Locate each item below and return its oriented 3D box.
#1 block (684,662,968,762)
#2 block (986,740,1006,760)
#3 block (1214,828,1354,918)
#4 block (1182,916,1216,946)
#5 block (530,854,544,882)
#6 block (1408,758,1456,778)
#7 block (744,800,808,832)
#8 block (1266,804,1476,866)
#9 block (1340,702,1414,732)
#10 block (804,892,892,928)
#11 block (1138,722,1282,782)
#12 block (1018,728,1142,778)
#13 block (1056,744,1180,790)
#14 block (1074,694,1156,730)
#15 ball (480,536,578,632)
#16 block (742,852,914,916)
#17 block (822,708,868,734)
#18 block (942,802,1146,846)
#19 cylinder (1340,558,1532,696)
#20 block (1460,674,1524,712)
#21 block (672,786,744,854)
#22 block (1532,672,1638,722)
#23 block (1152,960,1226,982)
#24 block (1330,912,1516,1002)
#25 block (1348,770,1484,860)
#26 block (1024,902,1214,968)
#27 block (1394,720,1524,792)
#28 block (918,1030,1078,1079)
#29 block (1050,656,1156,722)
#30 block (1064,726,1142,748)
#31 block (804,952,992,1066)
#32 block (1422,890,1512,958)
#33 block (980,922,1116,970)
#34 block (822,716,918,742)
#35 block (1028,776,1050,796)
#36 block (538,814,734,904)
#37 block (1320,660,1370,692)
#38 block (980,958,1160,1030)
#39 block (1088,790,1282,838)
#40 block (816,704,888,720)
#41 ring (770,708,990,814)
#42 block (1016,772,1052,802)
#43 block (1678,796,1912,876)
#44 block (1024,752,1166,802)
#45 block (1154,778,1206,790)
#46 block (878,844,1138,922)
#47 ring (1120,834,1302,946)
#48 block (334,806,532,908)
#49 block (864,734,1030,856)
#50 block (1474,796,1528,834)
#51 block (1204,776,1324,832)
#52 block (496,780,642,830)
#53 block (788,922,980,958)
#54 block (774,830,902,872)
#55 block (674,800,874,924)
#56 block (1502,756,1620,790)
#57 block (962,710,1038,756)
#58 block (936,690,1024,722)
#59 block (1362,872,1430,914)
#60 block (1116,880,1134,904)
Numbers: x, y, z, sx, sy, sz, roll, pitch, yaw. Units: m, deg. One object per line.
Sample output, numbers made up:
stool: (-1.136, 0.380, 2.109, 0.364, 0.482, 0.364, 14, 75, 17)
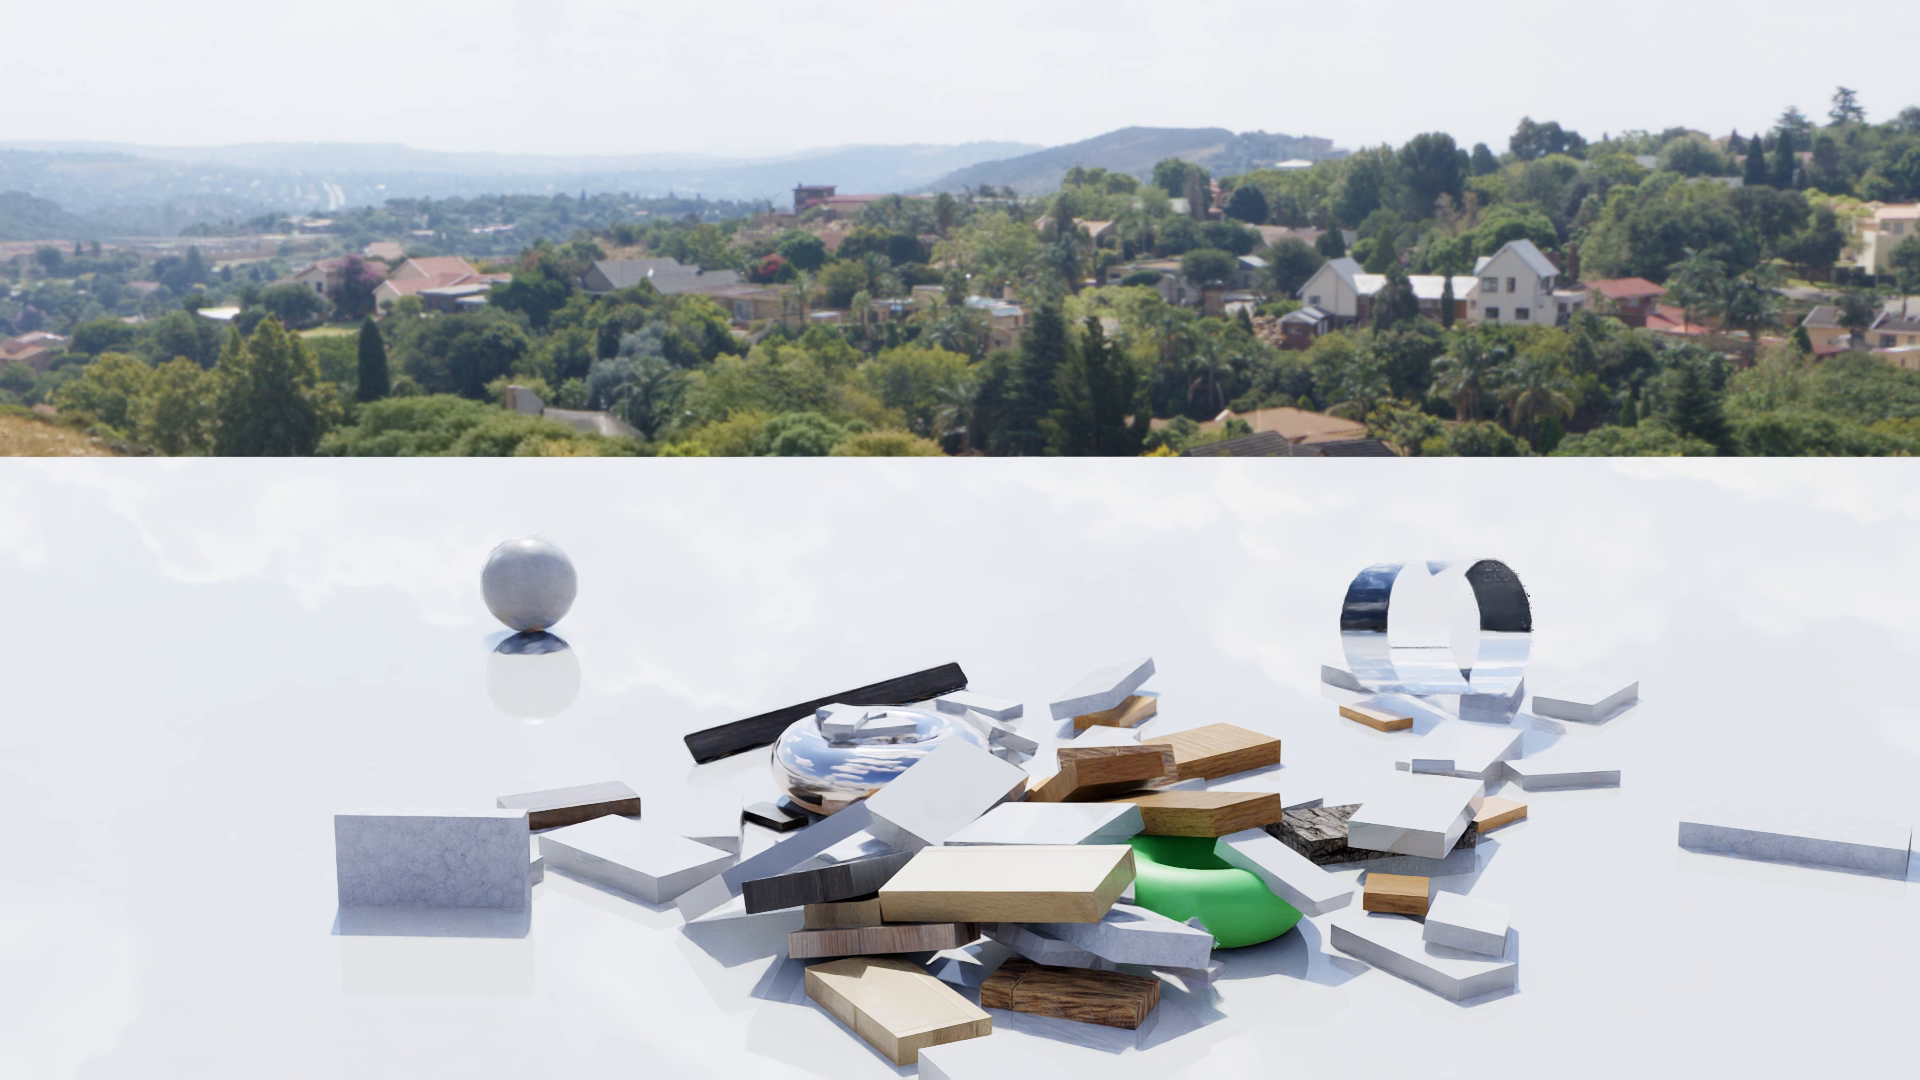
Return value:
block: (-0.269, 0.364, 4.738, 0.826, 0.059, 0.017, -12, -26, -48)
block: (0.014, 0.414, 4.412, 0.088, 0.025, 0.175, -5, 12, -26)
block: (0.506, 0.518, 3.437, 0.101, 0.029, 0.202, -6, 28, -45)
block: (0.349, 0.597, 3.307, 0.014, 0.050, 0.099, -37, -6, -22)
block: (-0.845, 0.558, 3.747, 0.240, 0.034, 0.120, 4, 11, 22)
block: (0.874, 0.451, 4.097, 0.077, 0.022, 0.155, 1, -30, 6)
block: (-0.344, 0.510, 4.054, 0.063, 0.018, 0.125, -10, 15, -43)
block: (0.734, 0.518, 3.927, 0.329, 0.047, 0.165, -4, 11, -18)
block: (0.896, 0.380, 4.740, 0.077, 0.022, 0.155, -5, 12, -27)
block: (-0.122, 0.573, 3.449, 0.131, 0.037, 0.262, -7, -5, 25)
block: (0.462, 0.431, 4.393, 0.335, 0.047, 0.167, -8, 13, -37)
block: (0.237, 0.433, 4.276, 0.222, 0.031, 0.111, -18, 20, -19)
block: (0.301, 0.447, 4.186, 0.222, 0.031, 0.111, -1, 49, -7)
block: (0.338, 0.373, 4.755, 0.104, 0.030, 0.209, 5, 12, 27)
ball: (-1.092, 0.112, 5.578, 0.242, 0.242, 0.242, 0, 11, 0)
block: (-0.200, 0.538, 3.466, 0.173, 0.049, 0.346, -12, -7, 13)
block: (-0.213, 0.338, 4.103, 0.058, 0.017, 0.117, 3, 9, 11)
block: (0.136, 0.489, 3.650, 0.155, 0.044, 0.324, -26, 12, -40)
cylinder: (1.052, 0.194, 4.864, 0.296, 0.296, 0.296, -9, 4, -40)
block: (1.196, 0.338, 4.941, 0.111, 0.031, 0.222, 4, 11, 21)
block: (-0.455, 0.506, 3.972, 0.120, 0.034, 0.240, -2, 15, -3)
block: (1.388, 0.346, 4.875, 0.136, 0.039, 0.273, 8, 13, 36)
block: (0.347, 0.645, 3.336, 0.099, 0.014, 0.049, 8, 13, 38)
block: (0.703, 0.631, 3.356, 0.117, 0.033, 0.275, -7, 12, -32)
block: (0.807, 0.481, 3.874, 0.165, 0.047, 0.329, 5, 12, 24)
block: (0.204, 0.574, 3.322, 0.173, 0.049, 0.346, 11, 0, -32)
block: (0.998, 0.433, 4.385, 0.167, 0.047, 0.335, 5, 12, 27)
block: (0.074, 0.721, 2.850, 0.147, 0.042, 0.294, -5, 12, -25)
block: (0.318, 0.325, 4.833, 0.136, 0.039, 0.417, -14, 3, 19)
block: (0.288, 0.423, 4.489, 0.104, 0.030, 0.209, 4, 11, 22)
block: (-0.092, 0.666, 3.148, 0.147, 0.042, 0.294, -6, 12, -29)
block: (0.791, 0.595, 3.421, 0.117, 0.033, 0.235, 10, 5, 16)
block: (0.117, 0.602, 3.360, 0.131, 0.037, 0.262, 11, 0, -28)
block: (-0.170, 0.354, 4.118, 0.169, 0.018, 0.063, -3, 10, -26)
block: (0.193, 0.482, 4.096, 0.117, 0.017, 0.059, 25, 34, 32)
block: (-0.559, 0.546, 3.781, 0.327, 0.046, 0.163, 10, 14, 42)
block: (0.988, 0.303, 5.108, 0.273, 0.039, 0.136, -7, 12, -32)
block: (0.161, 0.659, 3.204, 0.235, 0.033, 0.117, 4, 11, 22)
block: (0.357, 0.451, 3.641, 0.161, 0.046, 0.321, -6, 0, -41)
block: (-0.209, 0.336, 4.227, 0.125, 0.018, 0.063, 7, 11, 34)
ring: (-0.147, 0.423, 4.185, 0.428, 0.143, 0.428, 1, 10, 0)
block: (0.117, 0.467, 4.142, 0.058, 0.017, 0.117, 8, 18, 37)
block: (1.482, 0.523, 3.904, 0.375, 0.046, 0.161, 5, 12, 25)
block: (0.226, 0.446, 3.877, 0.161, 0.046, 0.321, -4, -20, -20)
block: (0.373, 0.475, 4.097, 0.156, 0.022, 0.078, -14, -4, -19)
block: (0.072, 0.516, 3.305, 0.347, 0.049, 0.173, -4, 13, 25)
ring: (0.381, 0.554, 3.536, 0.363, 0.121, 0.363, 1, 9, 0)
block: (-0.865, 0.521, 3.613, 0.311, 0.155, 0.044, 1, 11, 3)
block: (-0.027, 0.458, 3.883, 0.163, 0.046, 0.327, 26, 29, 21)
block: (0.970, 0.506, 4.060, 0.155, 0.022, 0.077, -9, 14, -41)
block: (0.484, 0.503, 4.009, 0.335, 0.047, 0.167, -8, 13, -36)
block: (-0.728, 0.494, 4.091, 0.240, 0.034, 0.120, -5, 12, -26)
block: (-0.113, 0.599, 3.327, 0.262, 0.037, 0.131, -6, -5, 17)
block: (-0.142, 0.534, 3.846, 0.327, 0.046, 0.163, -8, 13, -38)
block: (-0.300, 0.522, 3.579, 0.310, 0.044, 0.155, -23, -7, -42)
block: (1.178, 0.456, 4.313, 0.202, 0.029, 0.101, -2, 11, -10)
block: (0.082, 0.393, 4.492, 0.104, 0.030, 0.209, 21, 0, -15)
block: (0.042, 0.364, 4.818, 0.175, 0.025, 0.088, 8, 13, 38)
block: (0.710, 0.574, 3.574, 0.101, 0.029, 0.208, 2, 0, 13)
block: (0.220, 0.531, 3.391, 0.099, 0.014, 0.049, 11, 40, -6)
